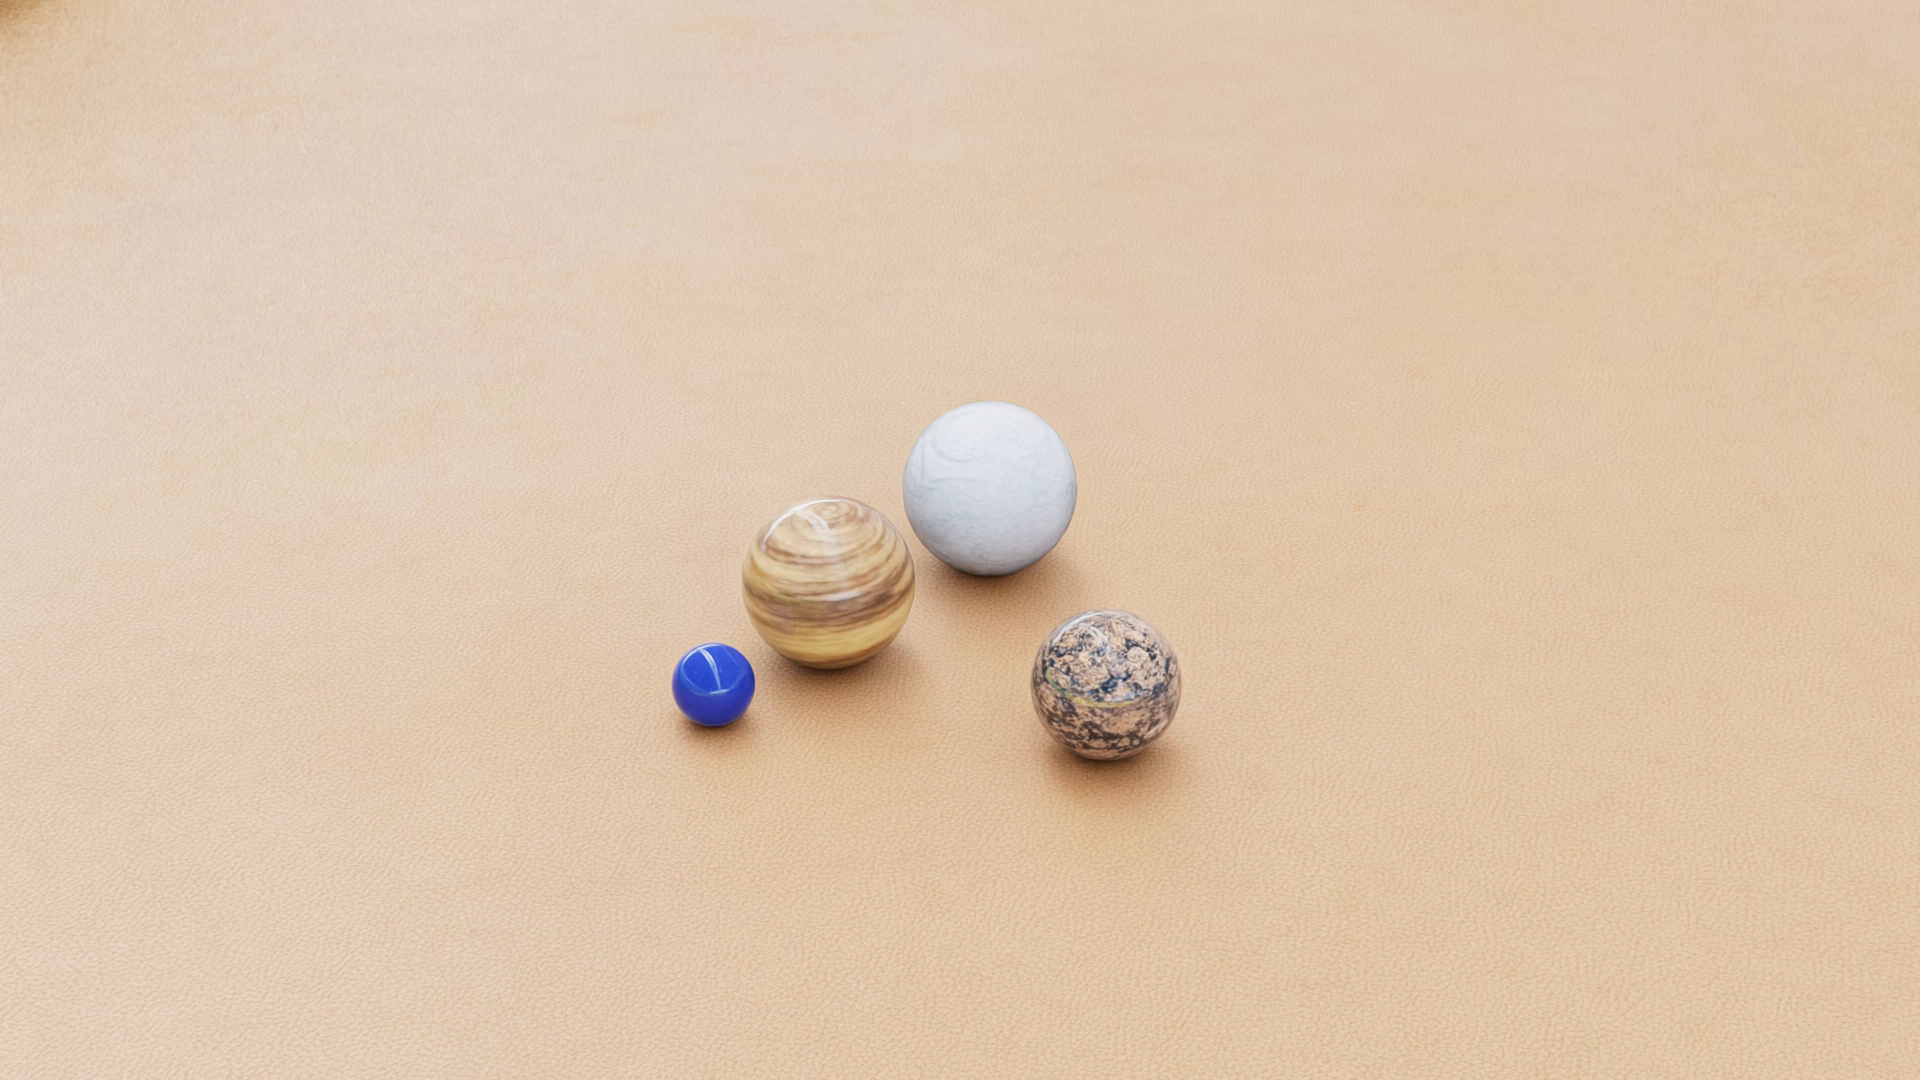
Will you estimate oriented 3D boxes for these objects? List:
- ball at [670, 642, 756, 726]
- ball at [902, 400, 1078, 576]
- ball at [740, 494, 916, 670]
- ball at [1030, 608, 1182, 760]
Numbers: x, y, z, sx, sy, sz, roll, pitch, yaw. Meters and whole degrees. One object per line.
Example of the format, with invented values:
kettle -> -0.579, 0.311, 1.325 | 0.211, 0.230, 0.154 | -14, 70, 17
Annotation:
ball -> -0.126, 0.074, 1.507 | 0.043, 0.043, 0.043 | 0, 30, 0
ball -> 0.016, -0.029, 1.629 | 0.097, 0.097, 0.097 | 0, 30, 0
ball -> -0.069, 0.022, 1.547 | 0.092, 0.092, 0.092 | 0, 30, 0
ball -> 0.073, 0.072, 1.477 | 0.077, 0.077, 0.077 | 0, 30, 0
